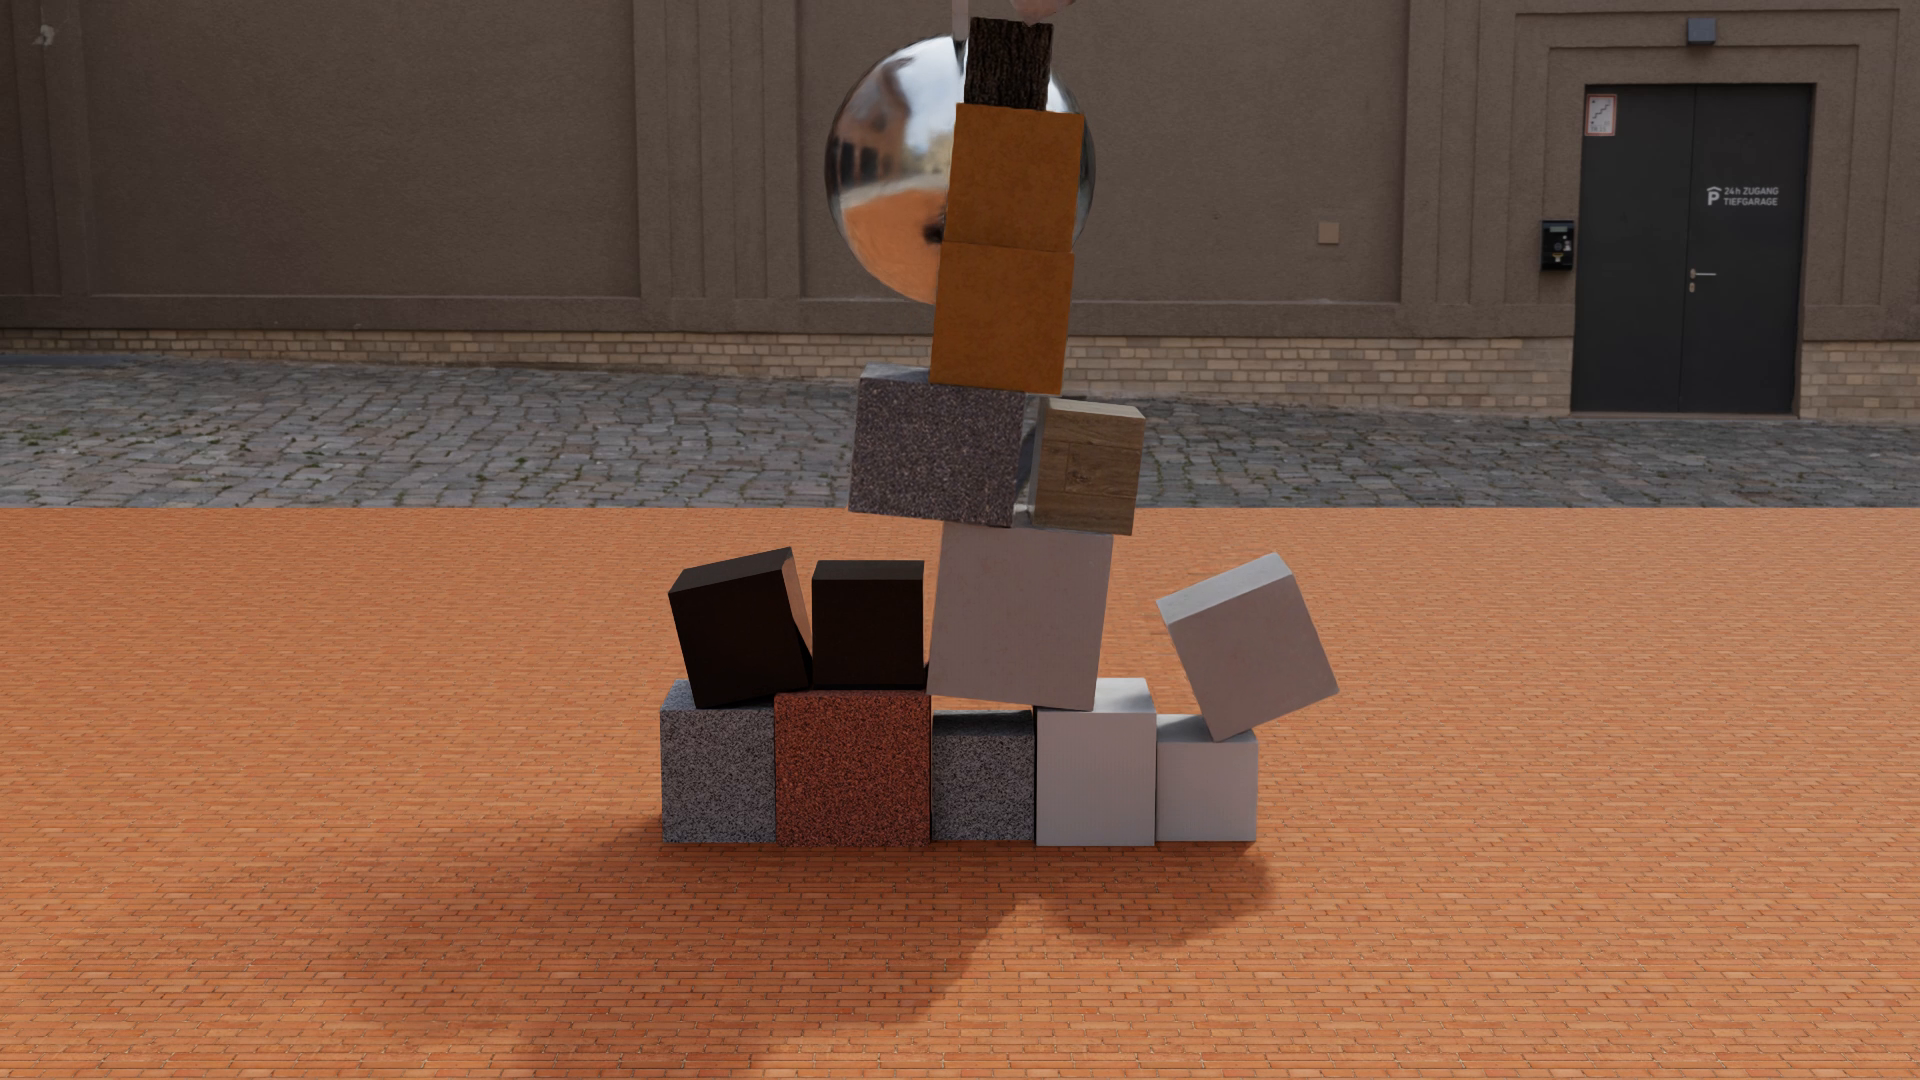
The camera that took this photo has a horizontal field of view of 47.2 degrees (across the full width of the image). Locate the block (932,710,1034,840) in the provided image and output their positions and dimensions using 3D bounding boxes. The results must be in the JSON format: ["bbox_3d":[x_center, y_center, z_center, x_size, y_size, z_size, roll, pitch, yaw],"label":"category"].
[{"bbox_3d":[0.117,1.210,11.383,0.518,0.548,0.517,0,10,0],"label":"block"}]

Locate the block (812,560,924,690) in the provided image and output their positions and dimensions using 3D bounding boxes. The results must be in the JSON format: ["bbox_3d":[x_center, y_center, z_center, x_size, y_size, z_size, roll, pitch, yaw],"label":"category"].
[{"bbox_3d":[-0.462,0.431,11.260,0.555,0.568,0.513,0,10,0],"label":"block"}]

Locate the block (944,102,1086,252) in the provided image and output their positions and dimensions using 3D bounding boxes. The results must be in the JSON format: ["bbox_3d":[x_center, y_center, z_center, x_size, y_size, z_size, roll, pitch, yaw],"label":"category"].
[{"bbox_3d":[0.262,-1.790,10.854,0.616,0.659,0.545,5,10,-1],"label":"block"}]

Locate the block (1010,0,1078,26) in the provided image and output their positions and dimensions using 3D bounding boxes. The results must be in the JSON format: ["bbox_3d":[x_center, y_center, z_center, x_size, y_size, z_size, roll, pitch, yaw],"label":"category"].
[{"bbox_3d":[0.456,-2.906,10.477,0.494,0.544,0.575,-16,32,47],"label":"block"}]

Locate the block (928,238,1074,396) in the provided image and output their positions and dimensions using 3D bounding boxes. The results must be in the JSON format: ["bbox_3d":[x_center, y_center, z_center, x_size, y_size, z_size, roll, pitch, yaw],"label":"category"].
[{"bbox_3d":[0.203,-1.131,10.975,0.645,0.687,0.668,5,10,0],"label":"block"}]

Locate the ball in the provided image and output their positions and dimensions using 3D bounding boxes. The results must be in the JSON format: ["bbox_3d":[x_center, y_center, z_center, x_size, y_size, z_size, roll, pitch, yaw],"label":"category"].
[{"bbox_3d":[0.000,-2.159,12.896,1.600,1.600,1.600,0,10,0],"label":"ball"}]

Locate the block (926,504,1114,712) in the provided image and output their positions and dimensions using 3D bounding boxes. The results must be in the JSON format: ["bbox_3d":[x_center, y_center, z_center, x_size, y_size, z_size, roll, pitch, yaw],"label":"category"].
[{"bbox_3d":[0.293,0.314,11.253,0.839,0.887,0.727,6,10,-1],"label":"block"}]

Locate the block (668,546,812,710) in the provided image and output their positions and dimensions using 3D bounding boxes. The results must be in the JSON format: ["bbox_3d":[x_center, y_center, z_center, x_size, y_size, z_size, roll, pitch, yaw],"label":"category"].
[{"bbox_3d":[-1.103,0.441,11.266,0.580,0.608,0.626,-12,10,2],"label":"block"}]

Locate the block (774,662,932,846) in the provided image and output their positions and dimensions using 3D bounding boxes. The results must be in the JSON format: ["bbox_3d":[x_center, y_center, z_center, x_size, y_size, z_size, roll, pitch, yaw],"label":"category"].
[{"bbox_3d":[-0.538,1.095,11.370,0.770,0.778,0.752,0,10,0],"label":"block"}]

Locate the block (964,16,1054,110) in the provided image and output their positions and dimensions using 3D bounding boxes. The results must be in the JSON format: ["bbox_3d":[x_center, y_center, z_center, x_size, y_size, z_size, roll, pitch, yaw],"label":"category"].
[{"bbox_3d":[0.243,-2.338,10.842,0.395,0.416,0.378,6,10,3],"label":"block"}]

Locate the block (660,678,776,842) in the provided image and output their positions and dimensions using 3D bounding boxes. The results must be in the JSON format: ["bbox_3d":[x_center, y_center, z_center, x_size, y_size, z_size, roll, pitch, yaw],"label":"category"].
[{"bbox_3d":[-1.218,1.135,11.392,0.572,0.691,0.651,0,10,0],"label":"block"}]

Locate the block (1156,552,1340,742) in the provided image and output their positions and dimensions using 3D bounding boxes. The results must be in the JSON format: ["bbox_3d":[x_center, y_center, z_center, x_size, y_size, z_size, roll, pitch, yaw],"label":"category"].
[{"bbox_3d":[1.467,0.540,11.286,0.678,0.658,0.600,-22,9,4],"label":"block"}]

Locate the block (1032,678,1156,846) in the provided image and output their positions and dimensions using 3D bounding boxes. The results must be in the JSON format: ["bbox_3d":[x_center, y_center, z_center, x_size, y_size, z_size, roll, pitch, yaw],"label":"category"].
[{"bbox_3d":[0.683,1.136,11.379,0.595,0.693,0.723,0,10,0],"label":"block"}]

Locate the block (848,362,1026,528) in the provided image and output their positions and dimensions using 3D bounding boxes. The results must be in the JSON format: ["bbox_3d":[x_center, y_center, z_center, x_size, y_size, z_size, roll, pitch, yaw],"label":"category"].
[{"bbox_3d":[-0.111,-0.494,11.100,0.807,0.664,0.781,6,10,0],"label":"block"}]

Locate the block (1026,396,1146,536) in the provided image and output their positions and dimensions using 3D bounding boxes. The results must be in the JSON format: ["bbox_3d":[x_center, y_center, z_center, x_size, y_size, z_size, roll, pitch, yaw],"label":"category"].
[{"bbox_3d":[0.630,-0.378,11.105,0.496,0.590,0.491,6,10,-3],"label":"block"}]

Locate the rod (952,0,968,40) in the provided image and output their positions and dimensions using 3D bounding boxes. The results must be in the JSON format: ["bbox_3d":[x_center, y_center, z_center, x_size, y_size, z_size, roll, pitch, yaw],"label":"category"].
[{"bbox_3d":[0.000,-5.088,11.169,0.080,5.200,0.080,0,31,0],"label":"rod"}]

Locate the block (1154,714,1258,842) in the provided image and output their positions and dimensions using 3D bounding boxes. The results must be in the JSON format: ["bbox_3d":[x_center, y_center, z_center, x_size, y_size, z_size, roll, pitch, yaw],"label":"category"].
[{"bbox_3d":[1.248,1.224,11.394,0.513,0.515,0.566,0,10,0],"label":"block"}]
